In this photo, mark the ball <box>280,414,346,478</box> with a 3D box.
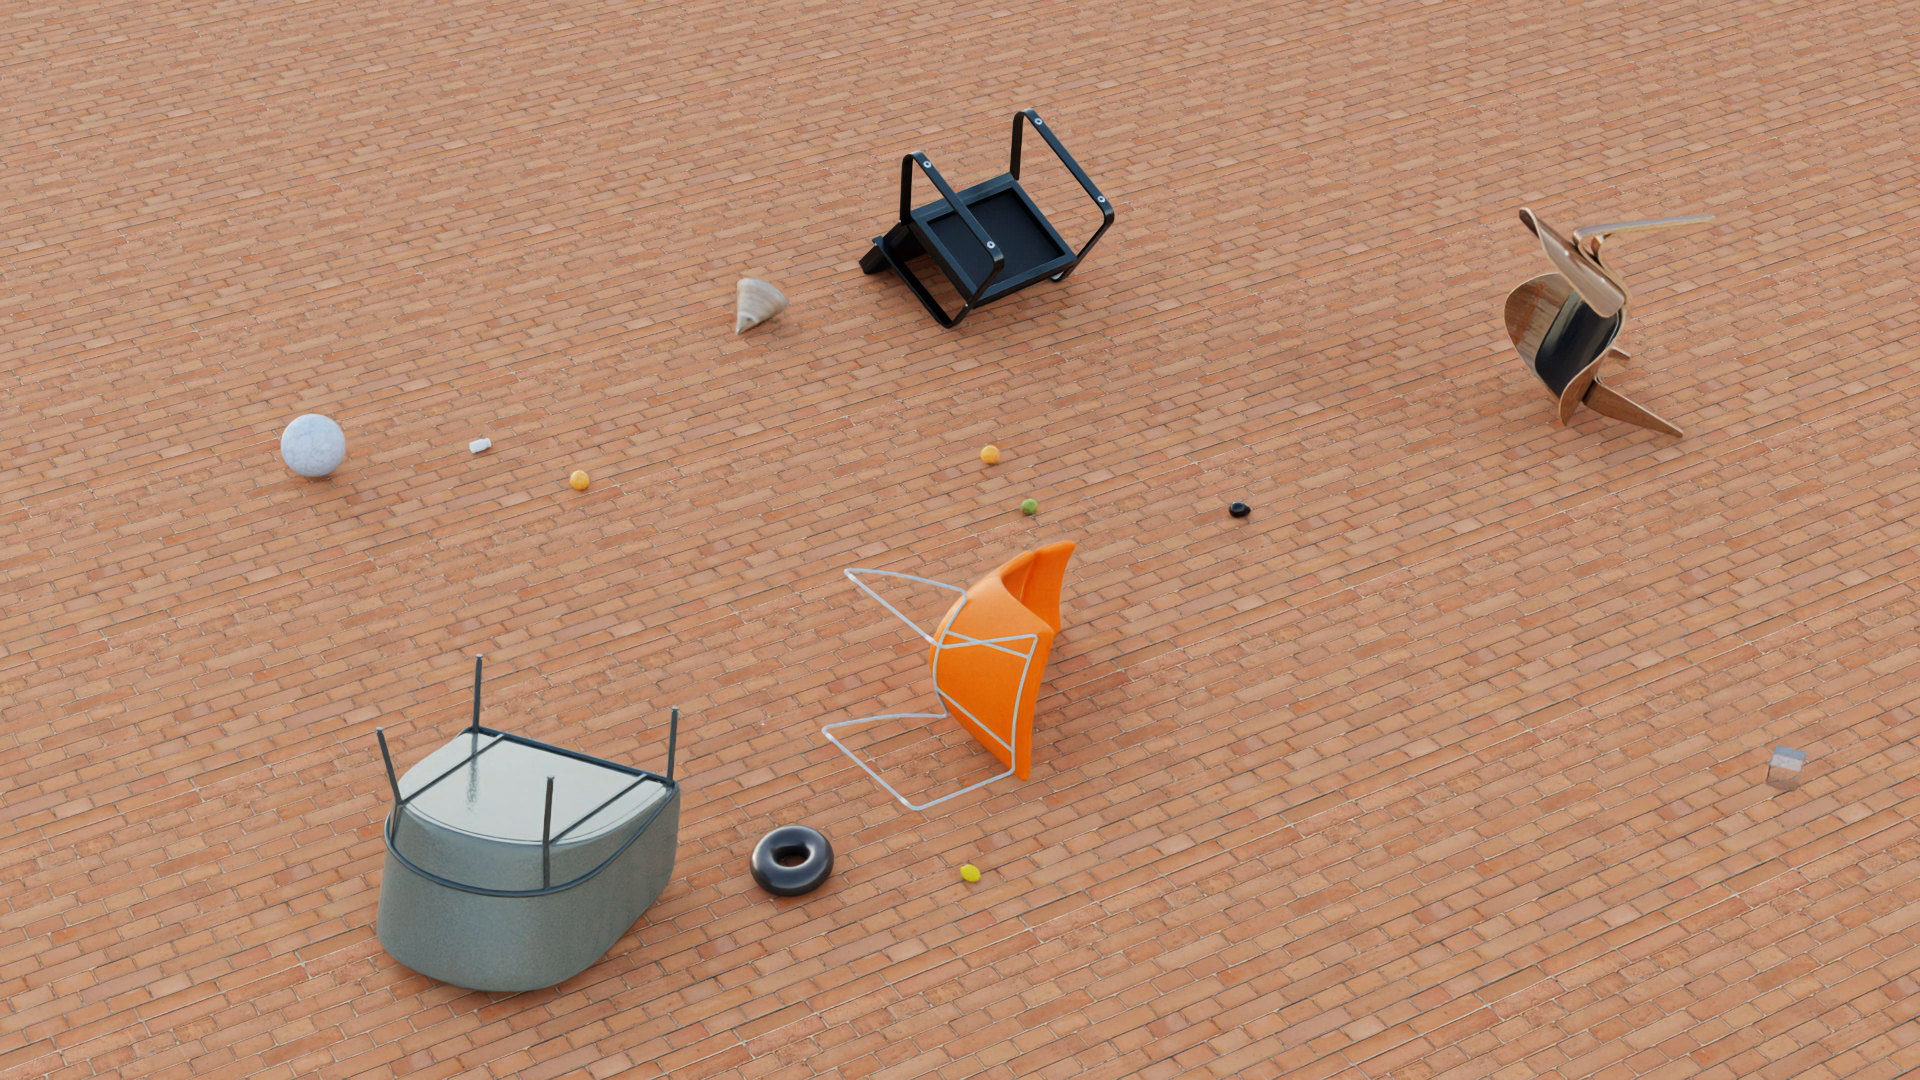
[{"bbox_3d":[-2.486,-0.363,11.272,0.245,0.245,0.245,0,33,0],"label":"ball"}]

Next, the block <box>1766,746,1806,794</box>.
[{"bbox_3d":[2.735,0.759,9.712,0.097,0.089,0.114,14,36,20],"label":"block"}]

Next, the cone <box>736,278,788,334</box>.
[{"bbox_3d":[-0.883,-0.944,12.289,0.254,0.208,0.229,9,58,37],"label":"cone"}]

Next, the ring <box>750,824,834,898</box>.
[{"bbox_3d":[-0.534,1.019,9.316,0.268,0.091,0.306,2,34,5],"label":"ring"}]
